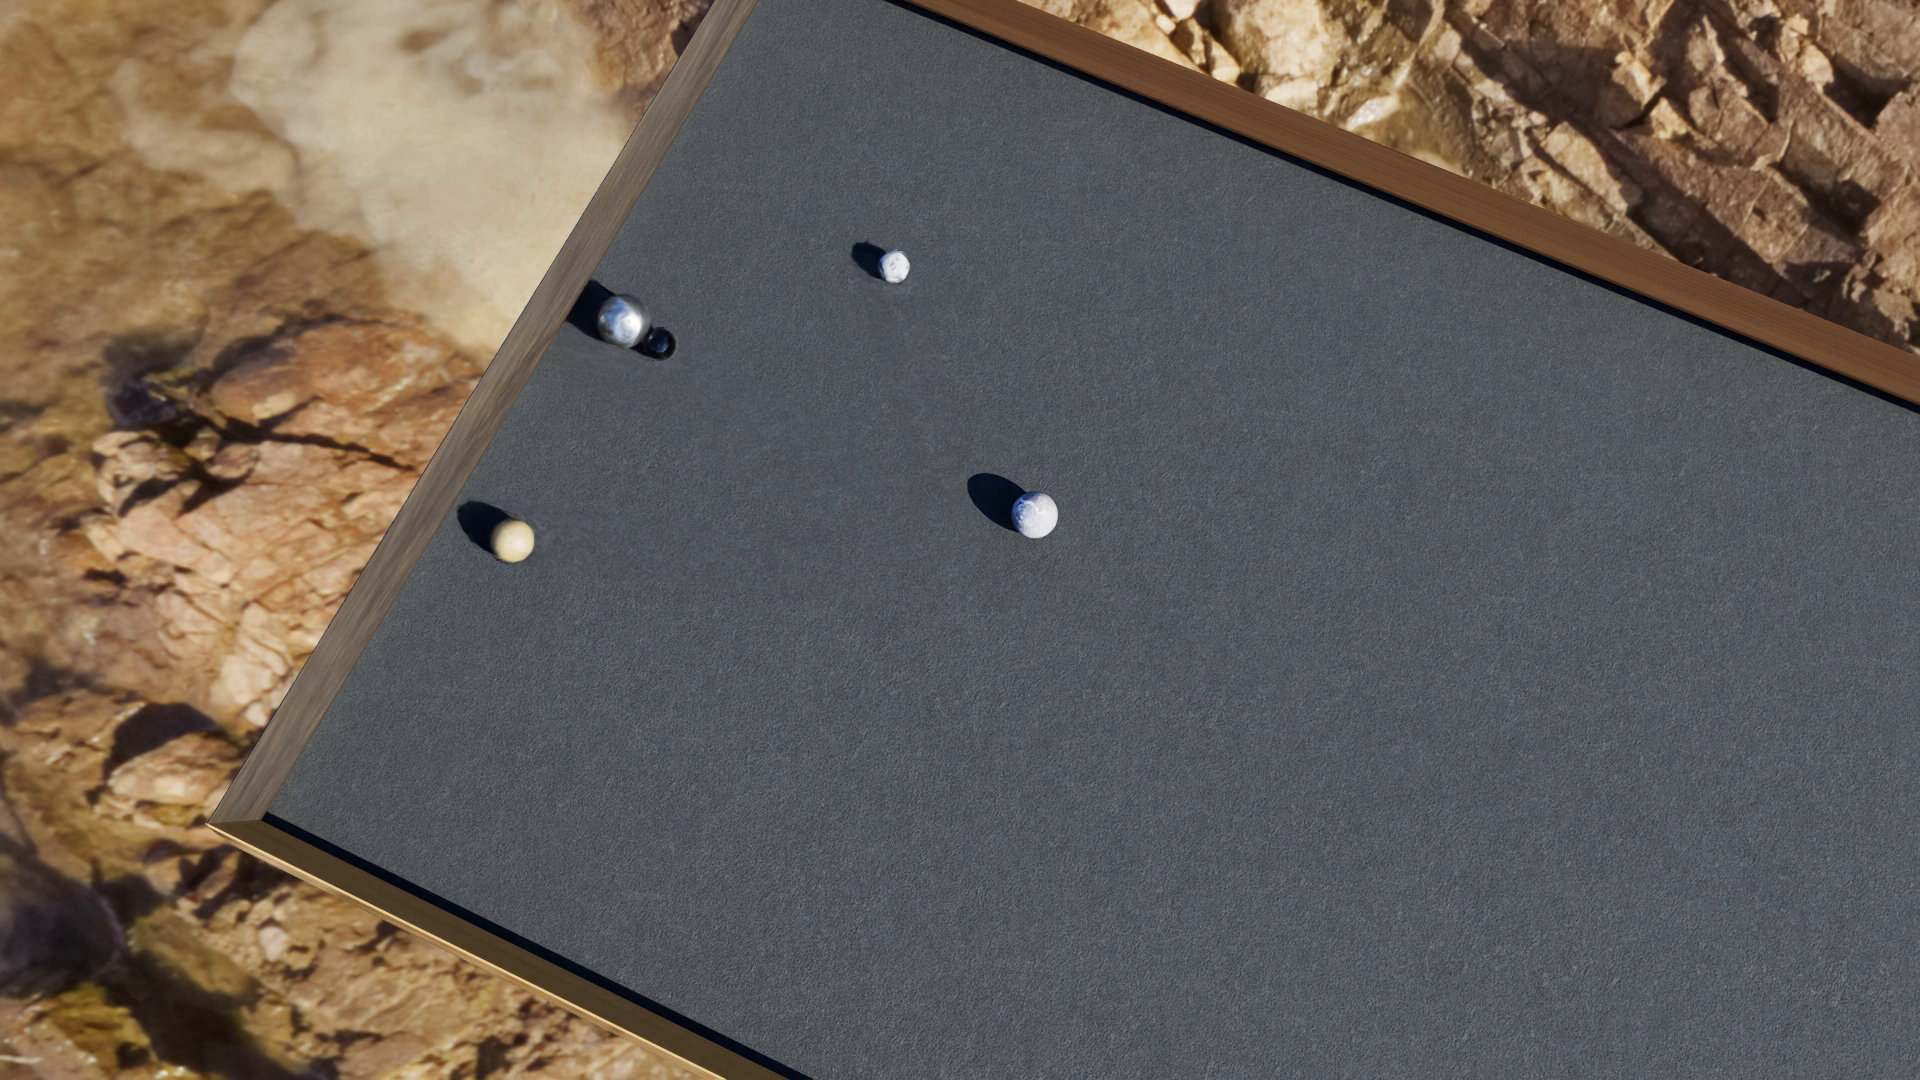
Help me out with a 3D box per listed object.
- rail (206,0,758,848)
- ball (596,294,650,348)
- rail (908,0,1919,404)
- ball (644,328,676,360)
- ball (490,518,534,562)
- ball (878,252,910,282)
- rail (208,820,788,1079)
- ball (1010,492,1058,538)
[{"bbox_3d":[-0.696,-0.317,3.586,0.045,0.115,1.826,24,70,9],"label":"rail"},{"bbox_3d":[-0.554,-0.359,3.618,0.088,0.088,0.088,0,68,0],"label":"ball"},{"bbox_3d":[1.099,-0.440,3.635,3.176,0.115,0.045,24,70,9],"label":"rail"},{"bbox_3d":[-0.494,-0.322,3.623,0.053,0.053,0.053,0,68,0],"label":"ball"},{"bbox_3d":[-0.709,0.001,3.484,0.070,0.070,0.070,0,68,0],"label":"ball"},{"bbox_3d":[-0.110,-0.457,3.677,0.052,0.052,0.052,0,68,0],"label":"ball"},{"bbox_3d":[0.336,1.052,3.037,3.176,0.115,0.045,24,70,9],"label":"rail"},{"bbox_3d":[0.119,-0.040,3.497,0.075,0.075,0.075,0,68,0],"label":"ball"}]
